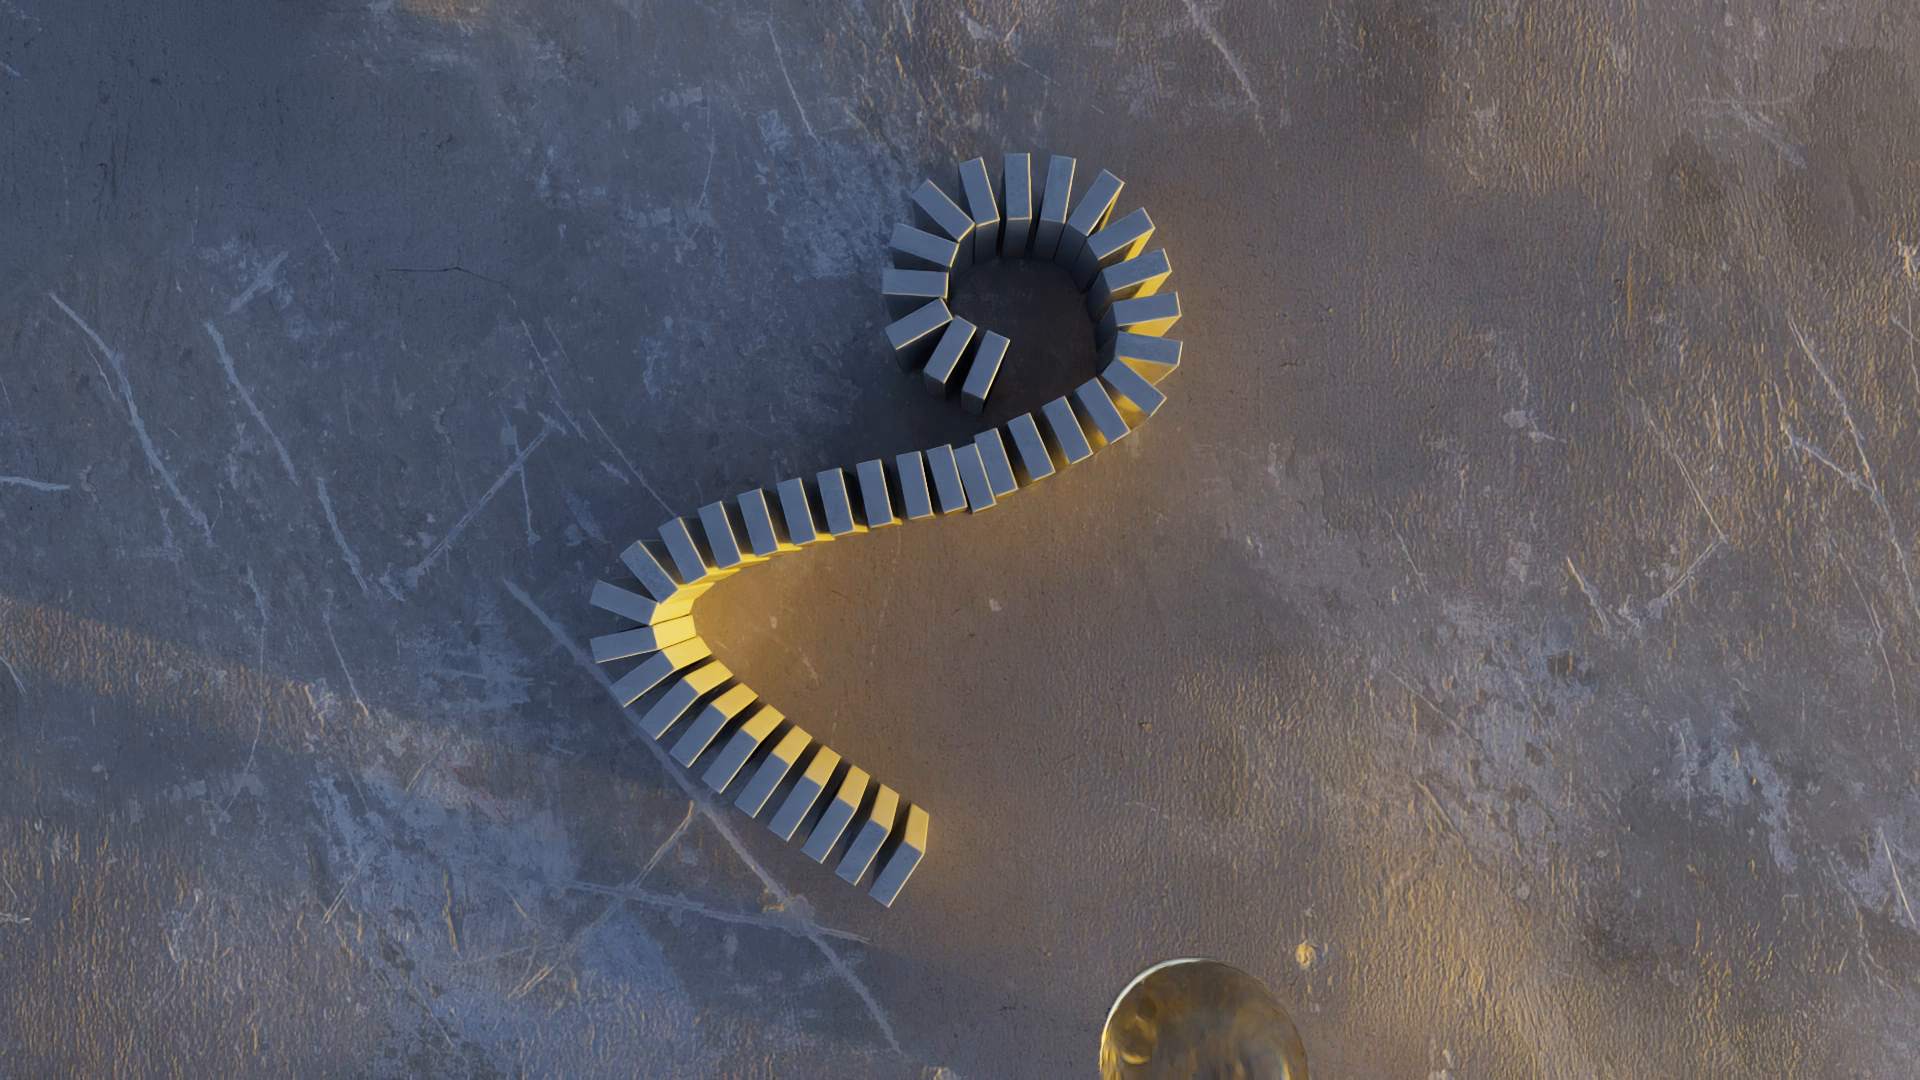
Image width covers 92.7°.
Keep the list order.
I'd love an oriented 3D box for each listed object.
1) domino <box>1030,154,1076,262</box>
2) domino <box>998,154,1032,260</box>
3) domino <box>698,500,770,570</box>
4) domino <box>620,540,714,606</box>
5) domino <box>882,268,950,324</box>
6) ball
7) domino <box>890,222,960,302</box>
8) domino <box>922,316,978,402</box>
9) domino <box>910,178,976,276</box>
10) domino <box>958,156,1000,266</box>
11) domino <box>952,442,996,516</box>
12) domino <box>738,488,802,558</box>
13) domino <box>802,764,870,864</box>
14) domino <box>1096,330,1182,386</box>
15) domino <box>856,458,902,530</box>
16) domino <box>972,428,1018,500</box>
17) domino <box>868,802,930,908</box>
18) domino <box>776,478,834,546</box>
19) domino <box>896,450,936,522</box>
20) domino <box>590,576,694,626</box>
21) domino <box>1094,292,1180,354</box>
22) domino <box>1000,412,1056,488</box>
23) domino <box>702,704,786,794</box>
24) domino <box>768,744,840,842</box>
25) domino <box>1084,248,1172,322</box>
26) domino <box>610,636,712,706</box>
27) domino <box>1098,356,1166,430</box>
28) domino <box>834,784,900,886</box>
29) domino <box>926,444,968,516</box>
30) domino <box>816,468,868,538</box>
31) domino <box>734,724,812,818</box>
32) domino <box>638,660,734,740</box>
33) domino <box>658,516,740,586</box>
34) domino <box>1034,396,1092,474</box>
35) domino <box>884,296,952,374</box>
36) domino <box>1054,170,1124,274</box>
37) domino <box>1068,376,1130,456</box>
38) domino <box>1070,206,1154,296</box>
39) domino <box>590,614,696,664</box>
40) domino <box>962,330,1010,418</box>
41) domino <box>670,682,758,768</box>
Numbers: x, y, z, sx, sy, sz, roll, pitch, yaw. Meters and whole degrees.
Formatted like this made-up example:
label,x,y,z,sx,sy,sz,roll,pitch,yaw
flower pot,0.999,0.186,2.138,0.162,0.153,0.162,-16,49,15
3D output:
label,x,y,z,sx,sy,sz,roll,pitch,yaw
domino,0.037,-0.134,0.375,0.009,0.050,0.025,10,90,0
domino,0.022,-0.135,0.375,0.010,0.050,0.025,-2,90,0
domino,-0.092,-0.002,0.375,0.010,0.050,0.025,-20,90,0
domino,-0.119,0.012,0.375,0.009,0.050,0.025,-40,90,0
domino,-0.017,-0.098,0.375,0.025,0.050,0.009,4,90,0
ball,0.095,0.208,0.360,0.080,0.080,0.080,0,90,0
domino,-0.014,-0.113,0.375,0.025,0.050,0.009,20,90,0
domino,-0.004,-0.073,0.375,0.009,0.050,0.025,30,90,0
domino,-0.007,-0.126,0.375,0.025,0.050,0.009,43,90,0
domino,0.007,-0.133,0.375,0.009,0.050,0.025,-16,90,0
domino,0.005,-0.024,0.375,0.010,0.050,0.025,-19,90,0
domino,-0.077,-0.006,0.375,0.009,0.050,0.025,-17,90,0
domino,-0.050,0.111,0.375,0.010,0.050,0.025,33,90,0
domino,0.072,-0.073,0.375,0.025,0.050,0.010,9,90,0
domino,-0.033,-0.018,0.375,0.009,0.050,0.025,-12,90,0
domino,0.014,-0.030,0.375,0.010,0.050,0.025,-19,90,0
domino,-0.024,0.128,0.375,0.009,0.050,0.025,34,90,0
domino,-0.062,-0.011,0.375,0.010,0.050,0.025,-15,90,0
domino,-0.018,-0.021,0.375,0.009,0.050,0.025,-11,90,0
domino,-0.128,0.024,0.375,0.025,0.050,0.009,21,90,0
domino,0.071,-0.088,0.375,0.025,0.050,0.009,-9,90,0
domino,0.027,-0.036,0.375,0.009,0.050,0.025,-24,90,0
domino,-0.088,0.084,0.375,0.010,0.050,0.025,38,90,0
domino,-0.063,0.102,0.375,0.009,0.050,0.025,34,90,0
domino,0.068,-0.103,0.375,0.025,0.050,0.010,-19,90,0
domino,-0.121,0.053,0.375,0.025,0.050,0.009,-36,90,0
domino,0.066,-0.059,0.375,0.025,0.050,0.009,40,90,0
domino,-0.037,0.119,0.375,0.010,0.050,0.025,33,90,0
domino,-0.005,-0.024,0.375,0.010,0.050,0.025,-16,90,0
domino,-0.048,-0.015,0.375,0.009,0.050,0.025,-13,90,0
domino,-0.075,0.093,0.375,0.009,0.050,0.025,36,90,0
domino,-0.111,0.064,0.375,0.009,0.050,0.025,44,90,0
domino,-0.106,0.004,0.375,0.010,0.050,0.025,-27,90,0
domino,0.041,-0.042,0.375,0.010,0.050,0.025,-26,90,0
domino,-0.016,-0.083,0.375,0.025,0.050,0.010,-29,90,0
domino,0.052,-0.129,0.375,0.010,0.050,0.025,35,90,0
domino,0.055,-0.049,0.375,0.010,0.050,0.025,-32,90,0
domino,0.061,-0.117,0.375,0.025,0.050,0.010,-29,90,0
domino,-0.128,0.040,0.375,0.025,0.050,0.009,-12,90,0
domino,0.010,-0.067,0.375,0.009,0.050,0.025,23,90,0
domino,-0.100,0.075,0.375,0.009,0.050,0.025,40,90,0
